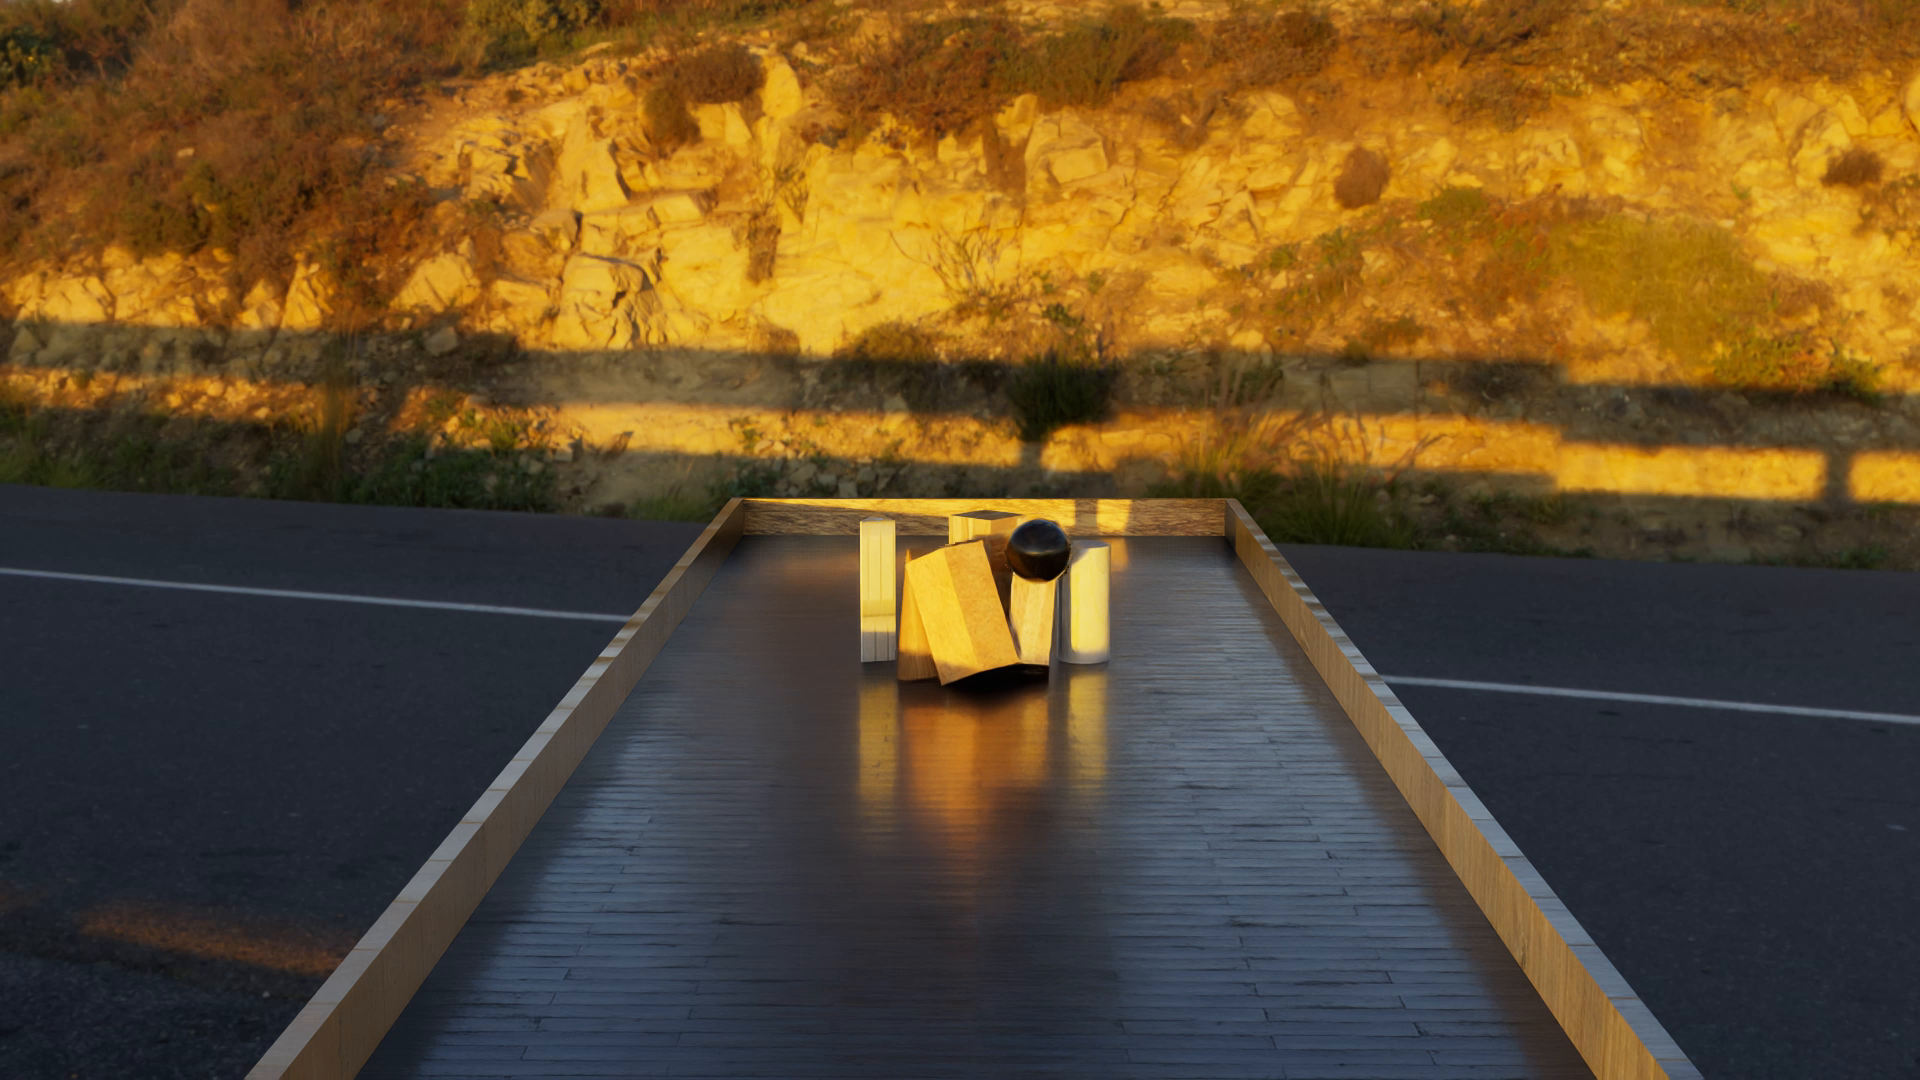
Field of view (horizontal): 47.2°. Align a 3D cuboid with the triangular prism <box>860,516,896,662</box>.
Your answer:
[{"bbox_3d":[-0.260,0.148,6.701,0.108,0.430,0.093,-3,9,-16],"label":"triangular prism"}]

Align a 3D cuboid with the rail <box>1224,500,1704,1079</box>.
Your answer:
[{"bbox_3d":[1.046,0.843,3.208,0.050,0.150,12.000,0,9,1],"label":"rail"}]

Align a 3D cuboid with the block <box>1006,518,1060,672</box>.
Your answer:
[{"bbox_3d":[0.217,0.163,6.516,0.126,0.436,0.126,4,-13,3],"label":"block"}]

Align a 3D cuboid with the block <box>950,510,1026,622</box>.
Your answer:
[{"bbox_3d":[0.084,0.142,6.697,0.165,0.443,0.165,8,12,41],"label":"block"}]

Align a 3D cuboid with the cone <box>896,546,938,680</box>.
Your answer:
[{"bbox_3d":[-0.132,0.206,6.430,0.160,0.382,0.160,-7,4,0],"label":"cone"}]

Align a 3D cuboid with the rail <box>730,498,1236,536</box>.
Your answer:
[{"bbox_3d":[0.099,-0.098,9.147,2.100,0.150,0.050,0,9,1],"label":"rail"}]

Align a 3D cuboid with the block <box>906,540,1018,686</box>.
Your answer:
[{"bbox_3d":[0.006,0.212,6.374,0.165,0.370,0.165,-10,-9,-45],"label":"block"}]

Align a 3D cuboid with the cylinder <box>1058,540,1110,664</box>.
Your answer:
[{"bbox_3d":[0.377,0.187,6.700,0.161,0.353,0.161,0,9,0],"label":"cylinder"}]

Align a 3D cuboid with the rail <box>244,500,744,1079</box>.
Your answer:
[{"bbox_3d":[-1.004,0.839,3.234,0.050,0.150,12.000,0,9,1],"label":"rail"}]

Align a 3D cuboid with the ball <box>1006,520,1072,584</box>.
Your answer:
[{"bbox_3d":[0.228,0.034,6.383,0.189,0.189,0.189,0,9,0],"label":"ball"}]
